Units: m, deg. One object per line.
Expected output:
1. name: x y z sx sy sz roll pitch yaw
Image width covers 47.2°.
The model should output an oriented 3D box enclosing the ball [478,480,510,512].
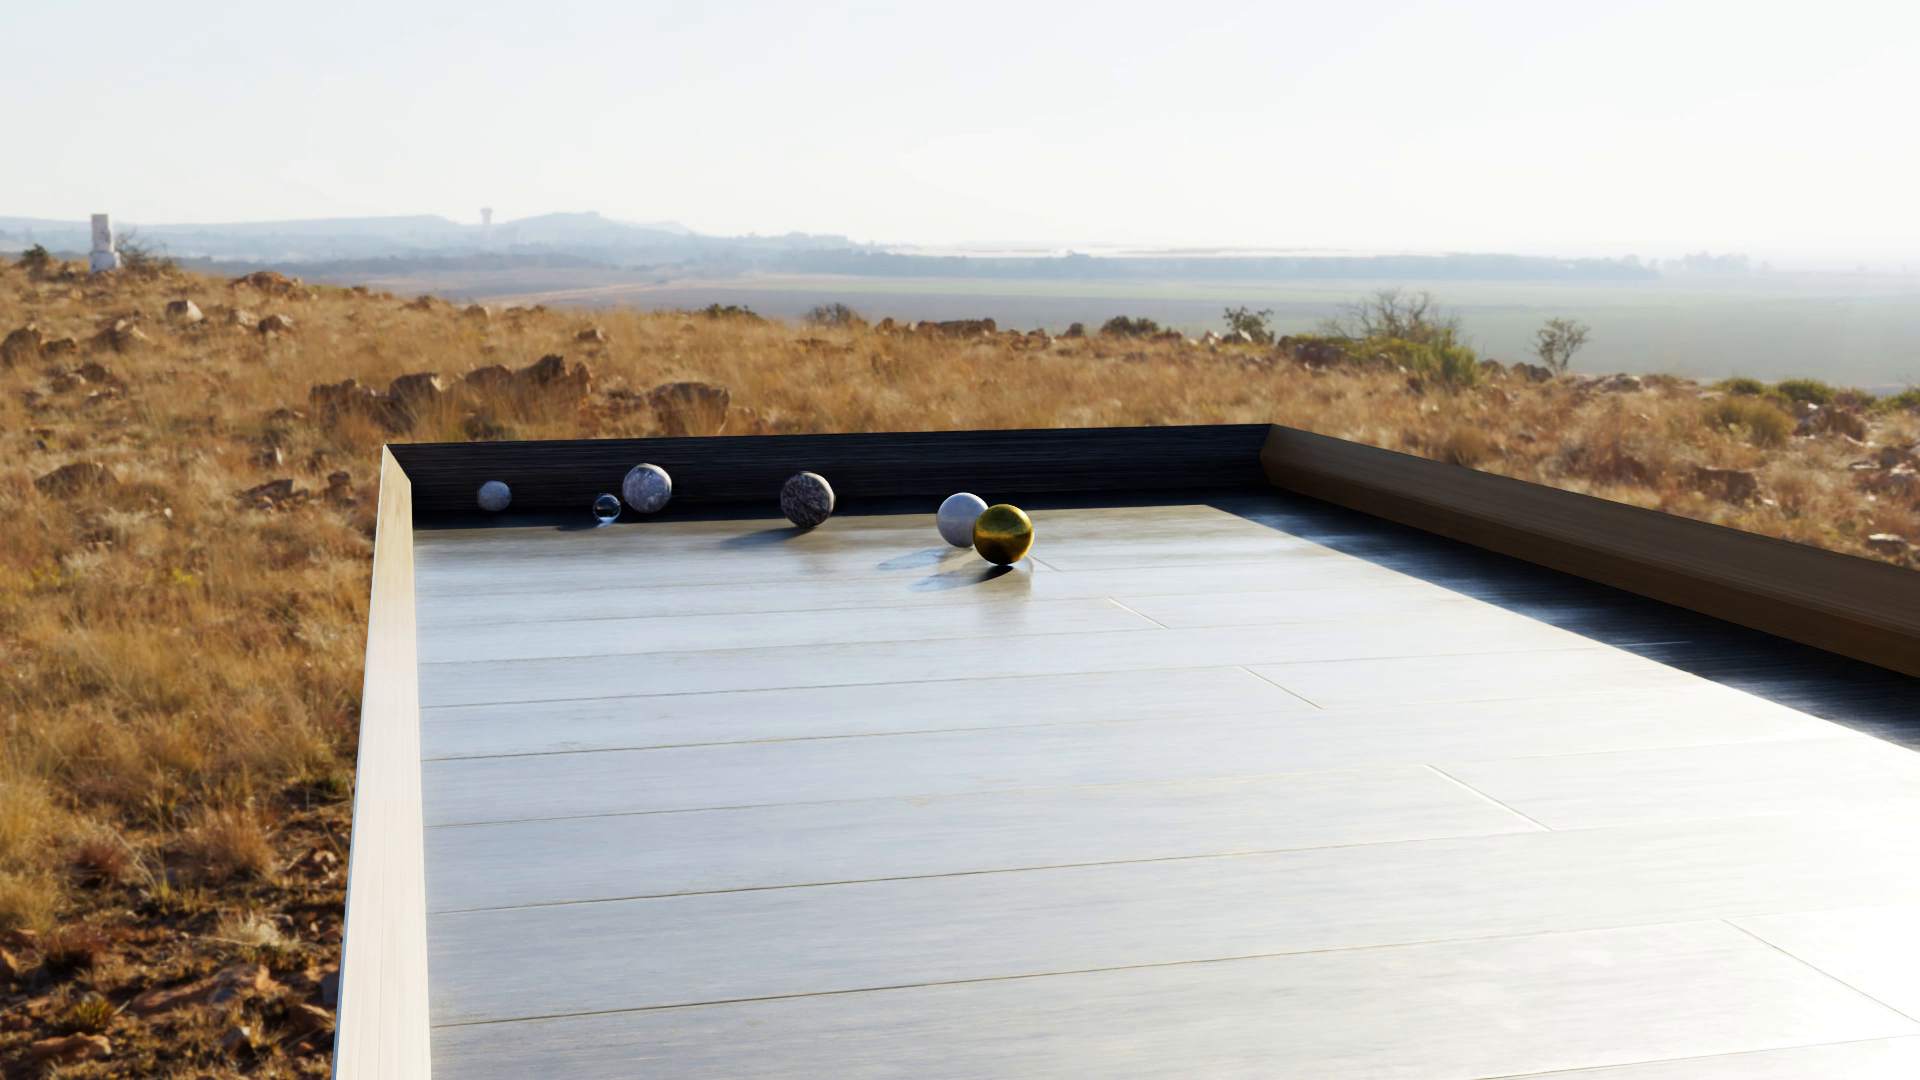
1. ball: -0.855 -0.080 4.044 0.058 0.058 0.058 0 8 0

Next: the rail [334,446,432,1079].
1. rail: -0.612 0.124 2.384 0.045 0.123 3.483 -2 8 -14

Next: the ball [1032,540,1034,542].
1. ball: 0.090 -0.007 3.530 0.058 0.058 0.058 0 8 0

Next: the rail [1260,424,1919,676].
1. rail: 1.037 0.065 2.794 0.045 0.123 3.483 -2 8 -14

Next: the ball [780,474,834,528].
1. ball: -0.267 -0.069 3.842 0.094 0.094 0.094 0 8 0

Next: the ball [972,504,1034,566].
1. ball: 0.067 -0.008 3.411 0.094 0.094 0.094 0 8 0

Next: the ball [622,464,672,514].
1. ball: -0.572 -0.094 4.027 0.090 0.090 0.090 0 8 0

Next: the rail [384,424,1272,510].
1. rail: -0.206 -0.142 4.238 1.747 0.123 0.045 -2 8 -14

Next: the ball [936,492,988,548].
1. ball: 0.006 -0.032 3.595 0.090 0.090 0.090 0 8 0

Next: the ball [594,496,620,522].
1. ball: -0.628 -0.056 3.913 0.047 0.047 0.047 0 8 0
